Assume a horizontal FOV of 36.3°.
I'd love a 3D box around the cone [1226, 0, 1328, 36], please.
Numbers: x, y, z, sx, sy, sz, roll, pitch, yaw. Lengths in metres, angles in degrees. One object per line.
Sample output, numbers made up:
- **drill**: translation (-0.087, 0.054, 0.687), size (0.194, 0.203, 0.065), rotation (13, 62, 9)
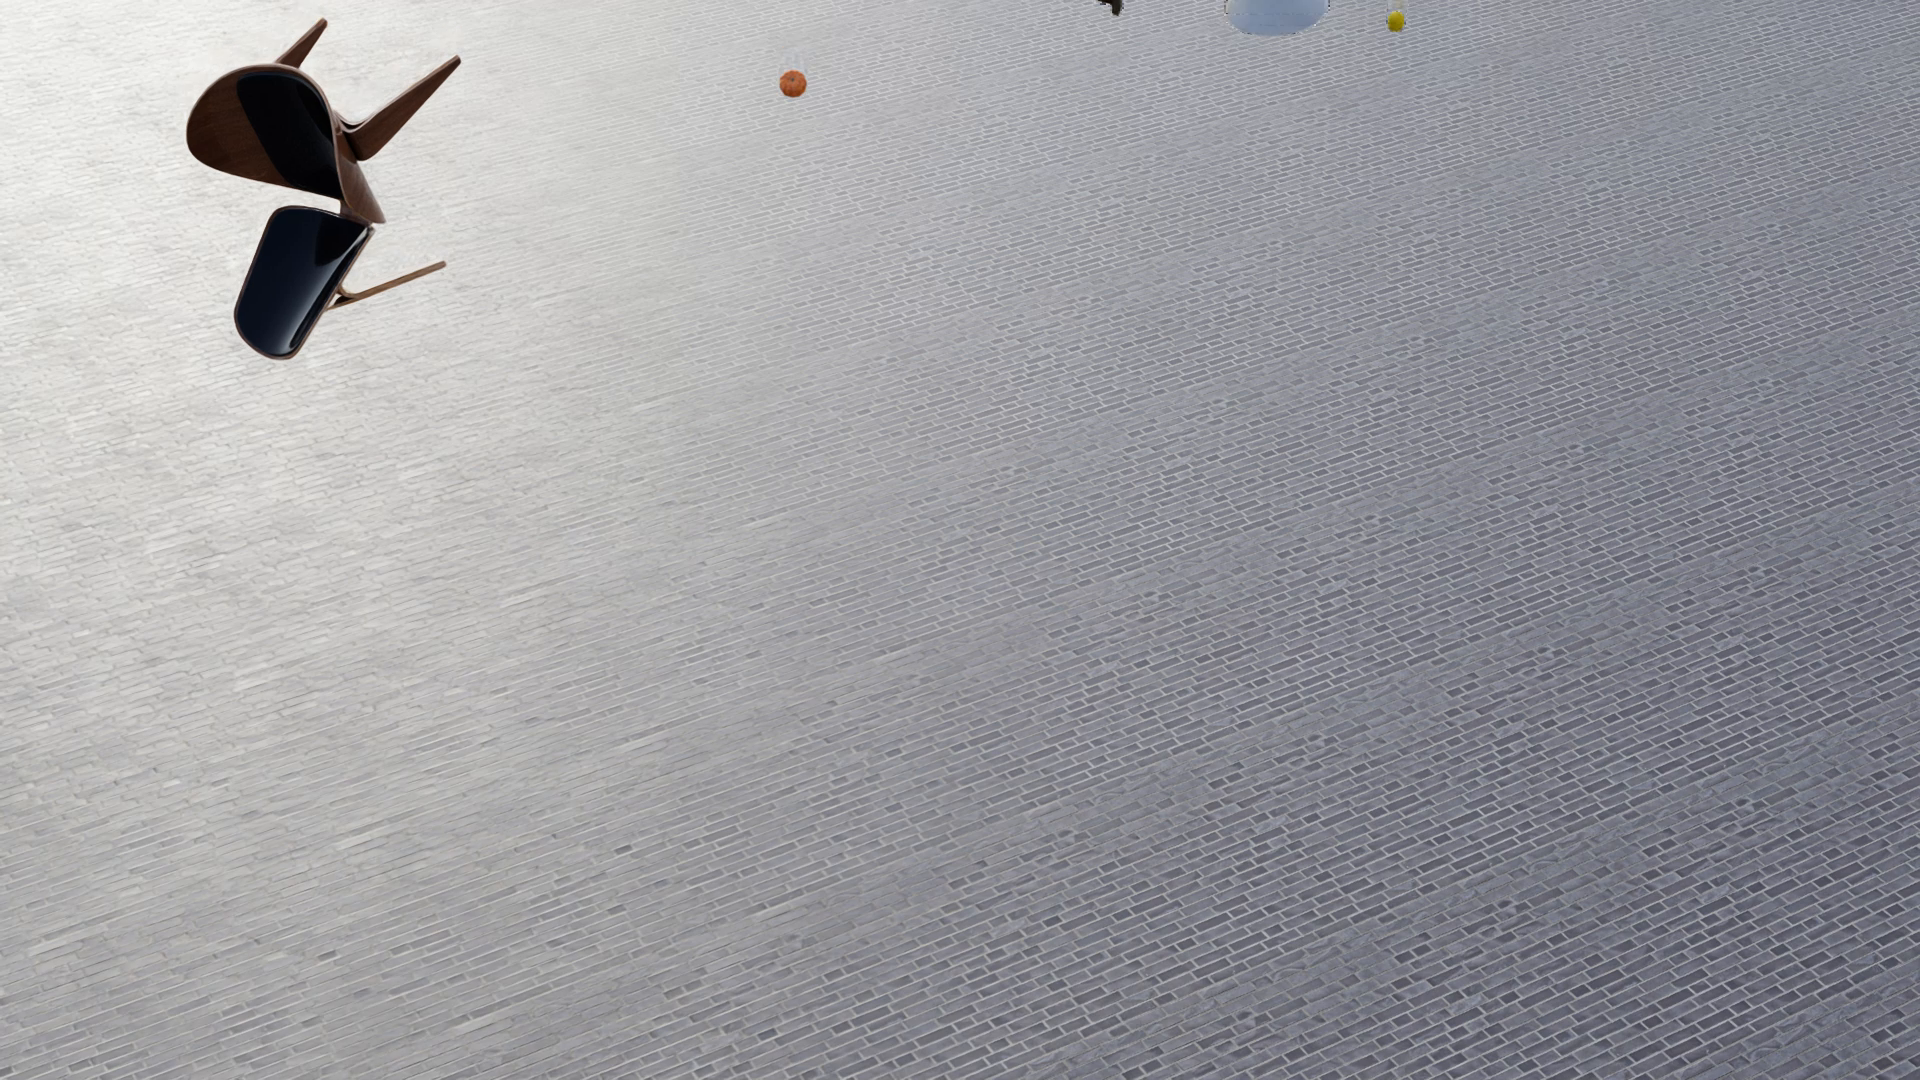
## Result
- **cone**: translation (0.844, -1.505, 7.825), size (0.280, 0.209, 0.239), rotation (-11, 50, -1)
